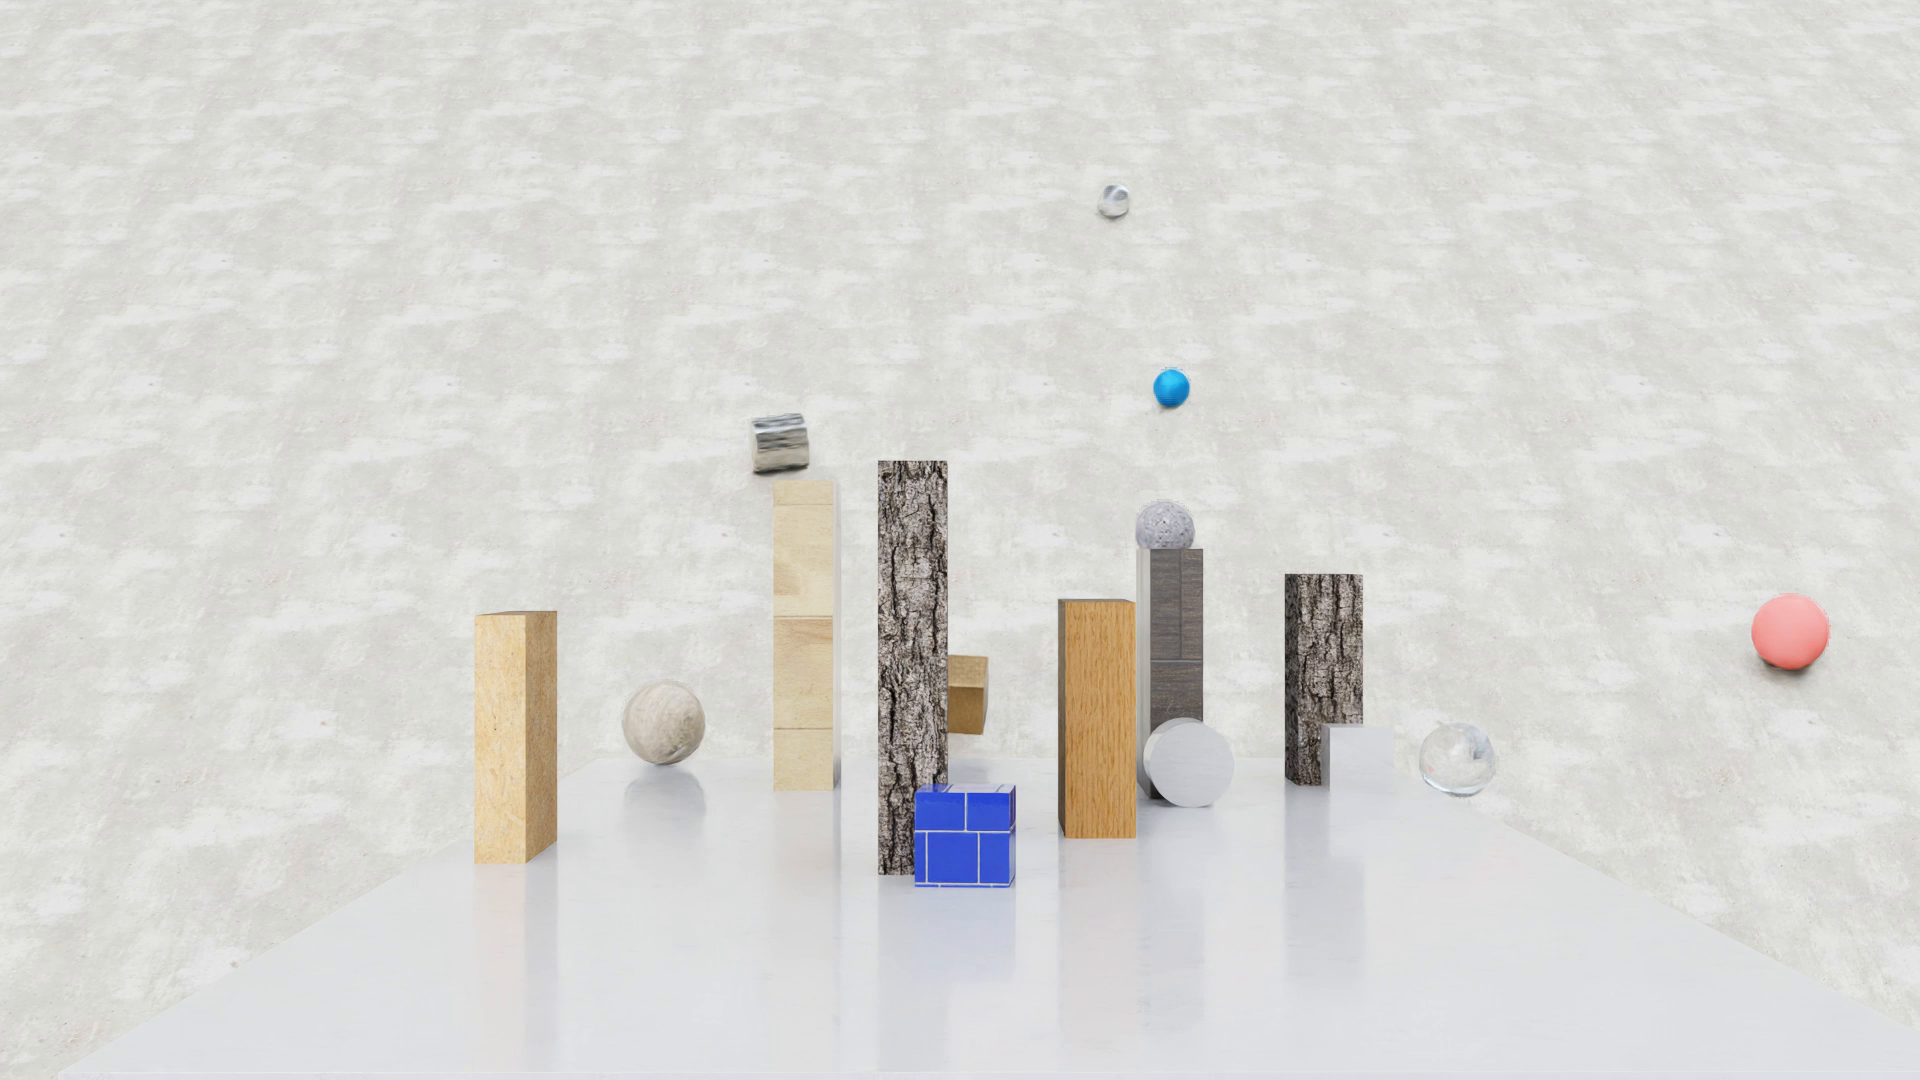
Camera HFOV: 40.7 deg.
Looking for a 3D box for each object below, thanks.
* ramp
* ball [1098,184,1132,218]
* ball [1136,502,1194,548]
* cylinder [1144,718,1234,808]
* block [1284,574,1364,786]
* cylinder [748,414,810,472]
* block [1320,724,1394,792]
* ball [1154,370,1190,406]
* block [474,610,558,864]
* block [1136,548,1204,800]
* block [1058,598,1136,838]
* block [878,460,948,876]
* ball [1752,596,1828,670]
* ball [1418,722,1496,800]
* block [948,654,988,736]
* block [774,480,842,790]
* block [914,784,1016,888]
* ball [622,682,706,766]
[{"bbox_3d":[0.068,0.606,4.671,2.000,0.100,4.000,0,0,0],"label":"ramp"},{"bbox_3d":[0.589,-1.293,9.862,0.130,0.130,0.130,0,31,0],"label":"ball"},{"bbox_3d":[0.607,-0.025,7.664,0.177,0.177,0.177,0,31,0],"label":"ball"},{"bbox_3d":[0.484,0.470,5.487,0.177,0.177,0.177,0,0,0],"label":"cylinder"},{"bbox_3d":[0.843,0.319,6.009,0.148,0.481,0.243,0,0,0],"label":"block"},{"bbox_3d":[-0.570,-0.305,8.154,0.162,0.162,0.162,-8,31,-13],"label":"cylinder"},{"bbox_3d":[0.892,0.488,5.816,0.142,0.142,0.142,0,0,0],"label":"block"},{"bbox_3d":[0.697,-0.501,8.527,0.120,0.120,0.120,0,31,0],"label":"ball"},{"bbox_3d":[-0.790,0.343,4.620,0.088,0.426,0.353,0,0,0],"label":"block"},{"bbox_3d":[0.467,0.289,5.796,0.115,0.540,0.439,0,0,0],"label":"block"},{"bbox_3d":[0.262,0.337,5.008,0.131,0.440,0.372,0,0,0],"label":"block"},{"bbox_3d":[-0.079,0.212,4.433,0.115,0.686,0.298,0,0,0],"label":"block"},{"bbox_3d":[2.296,0.255,7.160,0.205,0.205,0.205,0,31,0],"label":"ball"},{"bbox_3d":[1.136,0.504,5.907,0.176,0.176,0.176,0,31,0],"label":"ball"},{"bbox_3d":[-0.006,0.413,6.944,0.152,0.152,0.152,3,31,5],"label":"block"},{"bbox_3d":[-0.350,0.214,5.978,0.133,0.692,0.407,0,0,0],"label":"block"},{"bbox_3d":[0.010,0.478,4.201,0.151,0.151,0.151,0,0,5],"label":"block"},{"bbox_3d":[-0.739,0.458,6.460,0.208,0.208,0.208,0,31,0],"label":"ball"}]
